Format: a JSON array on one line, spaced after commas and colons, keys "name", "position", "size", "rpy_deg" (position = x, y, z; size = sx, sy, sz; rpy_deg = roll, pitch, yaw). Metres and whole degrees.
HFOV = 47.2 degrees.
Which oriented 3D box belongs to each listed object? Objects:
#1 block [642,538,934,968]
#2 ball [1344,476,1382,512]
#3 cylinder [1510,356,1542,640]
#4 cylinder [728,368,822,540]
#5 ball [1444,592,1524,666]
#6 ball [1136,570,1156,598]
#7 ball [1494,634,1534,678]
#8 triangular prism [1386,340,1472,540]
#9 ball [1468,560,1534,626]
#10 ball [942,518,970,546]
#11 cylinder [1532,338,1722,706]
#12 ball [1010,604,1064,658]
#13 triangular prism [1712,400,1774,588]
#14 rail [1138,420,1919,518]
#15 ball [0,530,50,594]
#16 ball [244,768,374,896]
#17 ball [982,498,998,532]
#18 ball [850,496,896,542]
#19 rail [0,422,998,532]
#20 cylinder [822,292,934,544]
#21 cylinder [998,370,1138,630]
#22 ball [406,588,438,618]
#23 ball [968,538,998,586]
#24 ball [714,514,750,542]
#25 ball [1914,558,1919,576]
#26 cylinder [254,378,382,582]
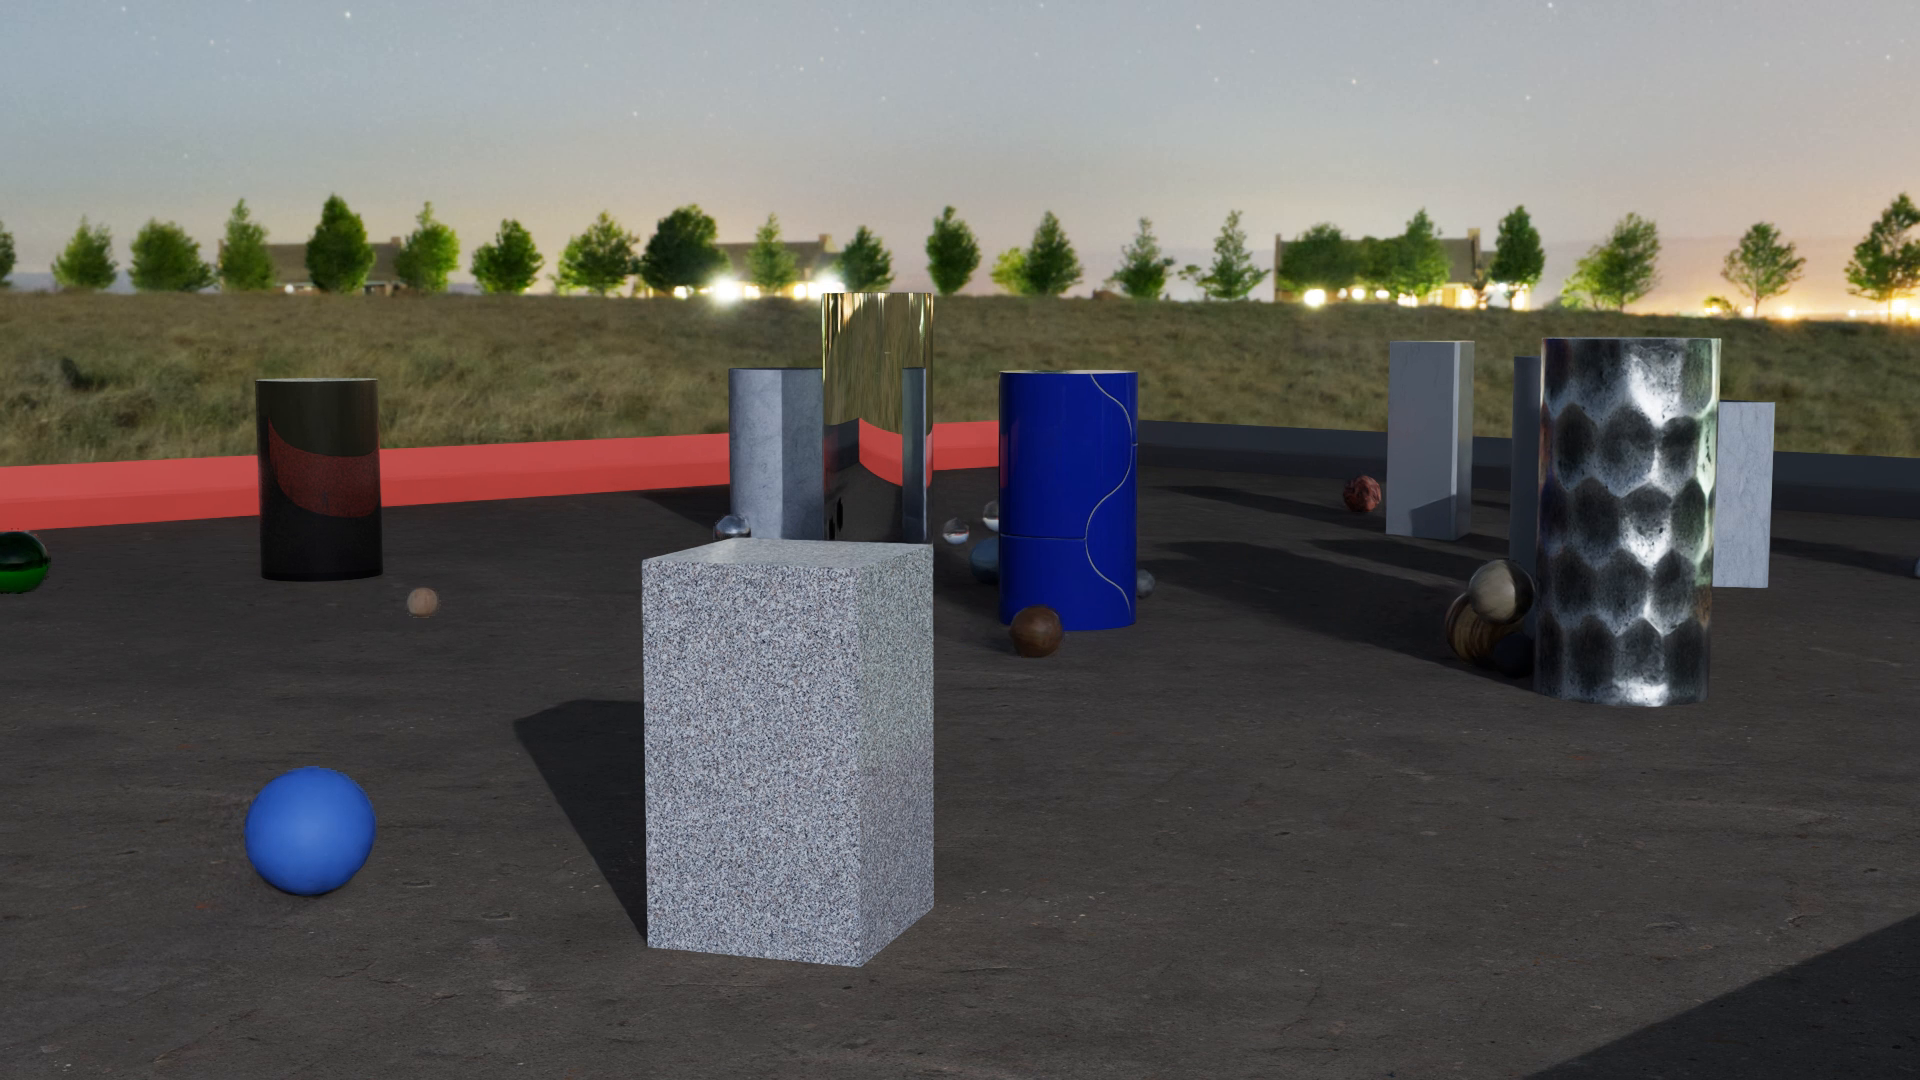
[{"name": "block", "position": [-0.119, 0.145, 1.581], "size": [0.159, 0.273, 0.159], "rpy_deg": [2, 6, 18]}, {"name": "ball", "position": [0.891, -0.102, 4.870], "size": [0.082, 0.082, 0.082], "rpy_deg": [0, 6, 0]}, {"name": "cylinder", "position": [0.846, -0.055, 2.969], "size": [0.199, 0.383, 0.199], "rpy_deg": [0, 6, 0]}, {"name": "cylinder", "position": [-0.352, -0.169, 4.308], "size": [0.199, 0.332, 0.199], "rpy_deg": [0, 6, 0]}, {"name": "ball", "position": [0.659, 0.109, 2.768], "size": [0.097, 0.097, 0.097], "rpy_deg": [0, 6, 0]}, {"name": "ball", "position": [0.281, 0.068, 3.412], "size": [0.046, 0.046, 0.046], "rpy_deg": [0, 6, 0]}, {"name": "ball", "position": [0.676, 0.141, 2.670], "size": [0.055, 0.055, 0.055], "rpy_deg": [0, 6, 0]}, {"name": "triangular prism", "position": [0.965, -0.202, 4.367], "size": [0.149, 0.385, 0.172], "rpy_deg": [-5, 7, -37]}, {"name": "ball", "position": [0.652, 0.063, 2.648], "size": [0.079, 0.079, 0.079], "rpy_deg": [0, 6, 0]}, {"name": "ball", "position": [-0.007, -0.016, 4.192], "size": [0.051, 0.051, 0.051], "rpy_deg": [0, 6, 0]}, {"name": "cylinder", "position": [0.774, -0.028, 2.560], "size": [0.199, 0.413, 0.199], "rpy_deg": [0, 6, 0]}, {"name": "ball", "position": [0.098, 0.118, 2.825], "size": [0.069, 0.069, 0.069], "rpy_deg": [0, 6, 0]}, {"name": "triangular prism", "position": [1.236, -0.081, 3.626], "size": [0.172, 0.298, 0.149], "rpy_deg": [1, 6, 13]}, {"name": "rail", "position": [1.780, -0.137, 4.966], "size": [0.045, 0.129, 4.262], "rpy_deg": [-5, 8, -42]}, {"name": "ball", "position": [-1.494, 0.035, 3.476], "size": [0.099, 0.099, 0.099], "rpy_deg": [0, 6, 0]}, {"name": "ball", "position": [-0.497, 0.223, 1.682], "size": [0.096, 0.096, 0.096], "rpy_deg": [0, 6, 0]}, {"name": "ball", "position": [0.080, -0.049, 4.432], "size": [0.068, 0.068, 0.068], "rpy_deg": [0, 6, 0]}, {"name": "ball", "position": [-0.161, -0.038, 4.081], "size": [0.086, 0.086, 0.086], "rpy_deg": [0, 6, 0]}, {"name": "rail", "position": [-1.429, -0.127, 4.872], "size": [4.892, 0.129, 0.045], "rpy_deg": [-5, 8, -42]}, {"name": "cylinder", "position": [-0.147, -0.201, 3.922], "size": [0.199, 0.476, 0.199], "rpy_deg": [0, 6, 0]}, {"name": "cylinder", "position": [0.155, -0.062, 3.151], "size": [0.199, 0.358, 0.199], "rpy_deg": [0, 6, 0]}, {"name": "ball", "position": [-0.783, 0.091, 3.202], "size": [0.044, 0.044, 0.044], "rpy_deg": [0, 6, 0]}, {"name": "ball", "position": [0.052, 0.035, 3.581], "size": [0.077, 0.077, 0.077], "rpy_deg": [0, 6, 0]}, {"name": "ball", "position": [-0.423, -0.013, 4.094], "size": [0.067, 0.067, 0.067], "rpy_deg": [0, 6, 0]}, {"name": "ball", "position": [1.608, 0.045, 3.651], "size": [0.043, 0.043, 0.043], "rpy_deg": [0, 6, 0]}, {"name": "cylinder", "position": [-1.079, -0.105, 3.707], "size": [0.199, 0.330, 0.199], "rpy_deg": [0, 6, 0]}]
